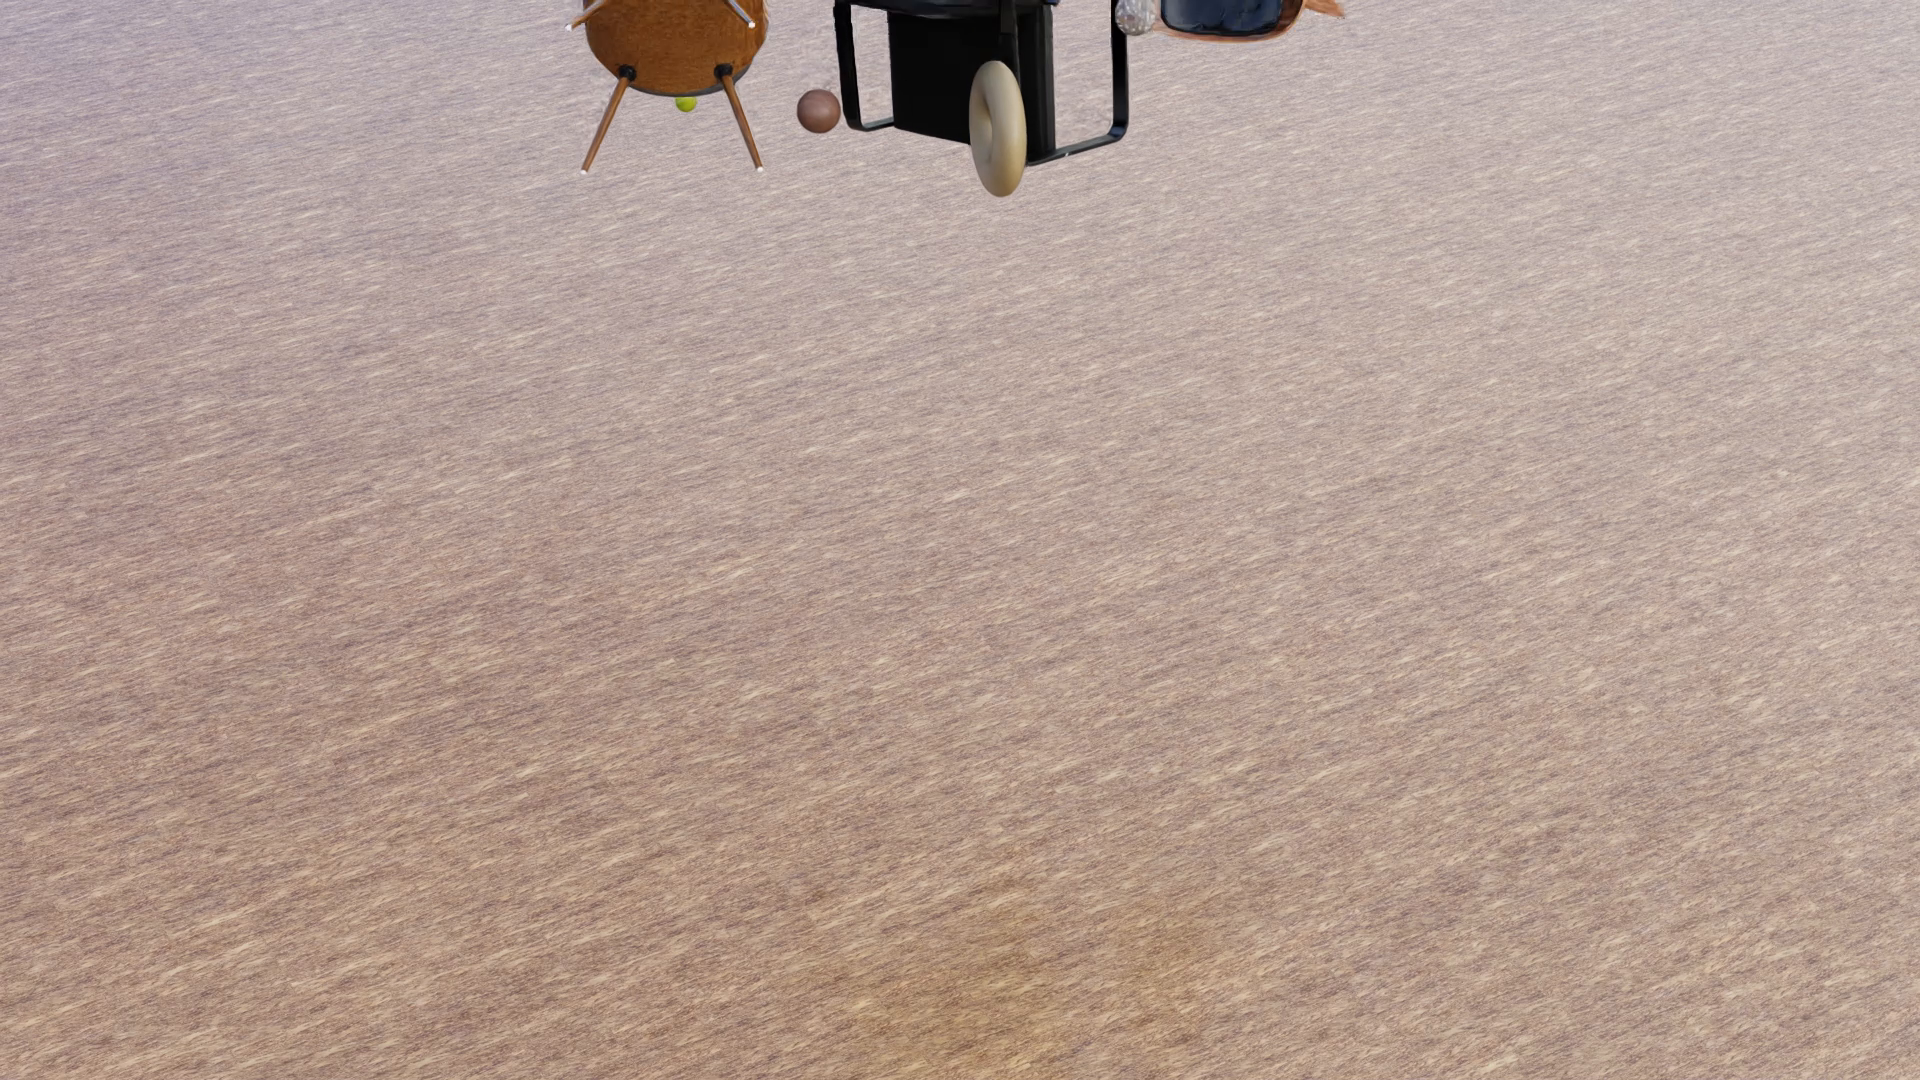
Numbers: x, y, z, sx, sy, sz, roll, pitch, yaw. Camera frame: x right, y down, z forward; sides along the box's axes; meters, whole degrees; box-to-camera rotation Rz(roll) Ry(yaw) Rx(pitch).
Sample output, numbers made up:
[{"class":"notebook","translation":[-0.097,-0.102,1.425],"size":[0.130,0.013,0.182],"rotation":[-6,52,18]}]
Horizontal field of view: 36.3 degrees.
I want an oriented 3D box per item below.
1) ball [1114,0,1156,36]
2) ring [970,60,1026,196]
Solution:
[{"class":"ball","translation":[0.464,-1.392,7.770],"size":[0.111,0.111,0.111],"rotation":[0,33,0]},{"class":"ring","translation":[0.104,-1.149,8.191],"size":[0.092,0.374,0.429],"rotation":[-4,28,-12]}]
